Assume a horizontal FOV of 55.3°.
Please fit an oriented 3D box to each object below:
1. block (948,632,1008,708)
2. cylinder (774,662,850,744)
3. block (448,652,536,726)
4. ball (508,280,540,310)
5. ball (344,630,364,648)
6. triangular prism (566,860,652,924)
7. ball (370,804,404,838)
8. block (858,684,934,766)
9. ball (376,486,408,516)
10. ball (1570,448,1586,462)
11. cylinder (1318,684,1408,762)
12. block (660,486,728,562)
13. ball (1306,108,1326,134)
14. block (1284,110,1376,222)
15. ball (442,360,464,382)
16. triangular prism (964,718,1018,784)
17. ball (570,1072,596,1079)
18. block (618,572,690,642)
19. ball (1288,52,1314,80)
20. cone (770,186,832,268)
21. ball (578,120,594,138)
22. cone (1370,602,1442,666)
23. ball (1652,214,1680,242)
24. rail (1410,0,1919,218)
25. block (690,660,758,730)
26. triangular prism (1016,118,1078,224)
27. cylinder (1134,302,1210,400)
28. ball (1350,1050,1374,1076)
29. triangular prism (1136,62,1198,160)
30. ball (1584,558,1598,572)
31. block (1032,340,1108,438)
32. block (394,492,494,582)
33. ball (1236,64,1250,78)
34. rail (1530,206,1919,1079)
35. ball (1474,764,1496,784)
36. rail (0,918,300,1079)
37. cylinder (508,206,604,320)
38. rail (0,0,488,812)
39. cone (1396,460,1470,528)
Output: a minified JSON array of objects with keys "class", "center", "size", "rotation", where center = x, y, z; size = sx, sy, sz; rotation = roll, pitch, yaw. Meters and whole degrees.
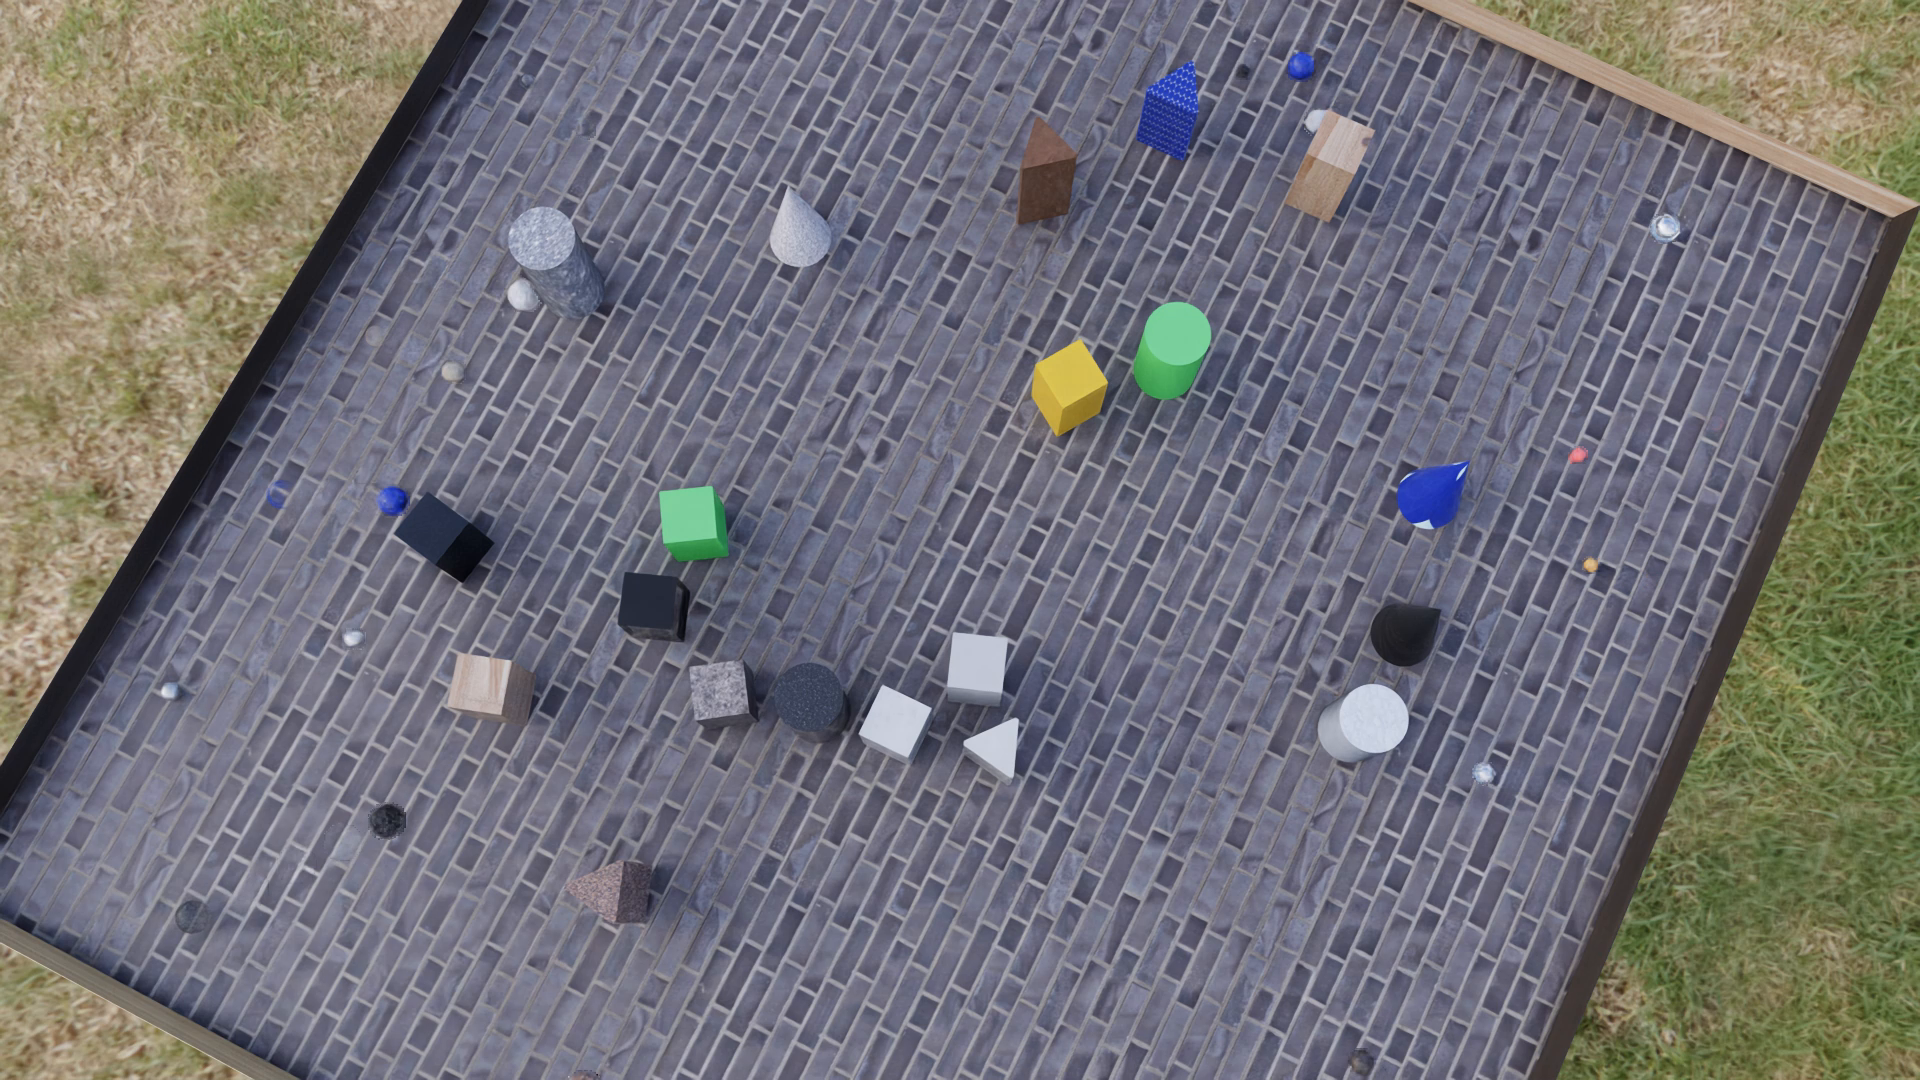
[{"class":"block","center":[0.050,0.382,5.354],"size":[0.156,0.360,0.156],"rotation":[6,78,1]},{"class":"cylinder","center":[-0.426,0.478,5.336],"size":[0.195,0.355,0.195],"rotation":[0,78,0]},{"class":"block","center":[-1.366,0.440,5.365],"size":[0.156,0.314,0.156],"rotation":[8,78,2]},{"class":"ball","center":[-1.361,-0.764,5.720],"size":[0.098,0.098,0.098],"rotation":[0,78,0]},{"class":"ball","center":[-1.827,0.298,5.525],"size":[0.058,0.058,0.058],"rotation":[0,78,0]},{"class":"triangular prism","center":[-0.955,0.972,5.174],"size":[0.169,0.472,0.146],"rotation":[35,80,7]},{"class":"ball","center":[-1.688,0.828,5.396],"size":[0.097,0.097,0.097],"rotation":[0,78,0]},{"class":"block","center":[-0.184,0.544,5.350],"size":[0.156,0.301,0.156],"rotation":[25,79,5]},{"class":"ball","center":[-1.734,-0.120,5.595],"size":[0.090,0.090,0.090],"rotation":[0,78,0]},{"class":"ball","center":[1.905,-0.260,5.647],"size":[0.045,0.045,0.045],"rotation":[0,78,0]},{"class":"cylinder","center":[1.171,0.537,5.340],"size":[0.195,0.325,0.195],"rotation":[0,78,0]},{"class":"block","center":[-0.793,-0.046,5.482],"size":[0.156,0.282,0.156],"rotation":[-6,78,-1]},{"class":"ball","center":[1.145,-1.335,5.851],"size":[0.081,0.081,0.081],"rotation":[0,78,0]},{"class":"block","center":[1.137,-1.149,5.657],"size":[0.156,0.386,0.156],"rotation":[25,79,5]},{"class":"ball","center":[-1.574,-0.522,5.690],"size":[0.068,0.068,0.068],"rotation":[0,78,0]},{"class":"triangular prism","center":[0.121,0.595,5.340],"size":[0.169,0.301,0.146],"rotation":[35,80,7]},{"class":"ball","center":[-1.079,1.572,5.243],"size":[0.095,0.095,0.095],"rotation":[0,78,0]},{"class":"block","center":[-0.907,0.202,5.446],"size":[0.156,0.253,0.156],"rotation":[6,78,1]},{"class":"ball","center":[1.096,-1.522,5.888],"size":[0.086,0.086,0.086],"rotation":[0,78,0]},{"class":"cone","center":[-0.506,-1.002,5.606],"size":[0.195,0.426,0.195],"rotation":[0,78,0]},{"class":"ball","center":[-1.198,-1.315,5.862],"size":[0.051,0.051,0.051],"rotation":[0,78,0]},{"class":"cone","center":[1.343,0.240,5.332],"size":[0.195,0.461,0.195],"rotation":[0,78,0]},{"class":"ball","center":[2.224,-0.982,5.776],"size":[0.086,0.086,0.086],"rotation":[0,78,0]},{"class":"rail","center":[1.013,-1.978,5.960],"size":[4.407,0.127,0.045],"rotation":[26,80,5]},{"class":"block","center":[-0.692,0.457,5.390],"size":[0.156,0.258,0.156],"rotation":[-8,78,-2]},{"class":"triangular prism","center":[0.246,-1.138,5.626],"size":[0.169,0.443,0.146],"rotation":[-13,79,-3]},{"class":"cylinder","center":[0.639,-0.569,5.551],"size":[0.195,0.360,0.195],"rotation":[0,78,0]},{"class":"ball","center":[1.157,1.503,5.270],"size":[0.070,0.070,0.070],"rotation":[0,78,0]},{"class":"triangular prism","center":[0.673,-1.352,5.716],"size":[0.169,0.352,0.146],"rotation":[26,80,5]},{"class":"ball","center":[1.921,0.077,5.579],"size":[0.043,0.043,0.043],"rotation":[0,78,0]},{"class":"block","center":[0.328,-0.456,5.545],"size":[0.156,0.325,0.156],"rotation":[-30,80,-6]},{"class":"block","center":[-1.535,-0.005,5.465],"size":[0.156,0.299,0.156],"rotation":[35,81,7]},{"class":"ball","center":[0.911,-1.511,5.906],"size":[0.045,0.045,0.045],"rotation":[0,78,0]},{"class":"rail","center":[1.950,0.961,5.352],"size":[0.045,0.127,4.579],"rotation":[26,80,5]},{"class":"ball","center":[1.558,0.692,5.443],"size":[0.060,0.060,0.060],"rotation":[0,78,0]},{"class":"rail","center":[-1.013,1.991,5.139],"size":[4.407,0.127,0.045],"rotation":[26,80,5]},{"class":"cylinder","center":[-1.218,-0.834,5.560],"size":[0.195,0.450,0.195],"rotation":[0,78,0]},{"class":"rail","center":[-1.950,-0.948,5.747],"size":[0.045,0.127,4.579],"rotation":[26,80,5]},{"class":"cone","center":[1.443,-0.177,5.413],"size":[0.195,0.471,0.195],"rotation":[0,78,0]}]
